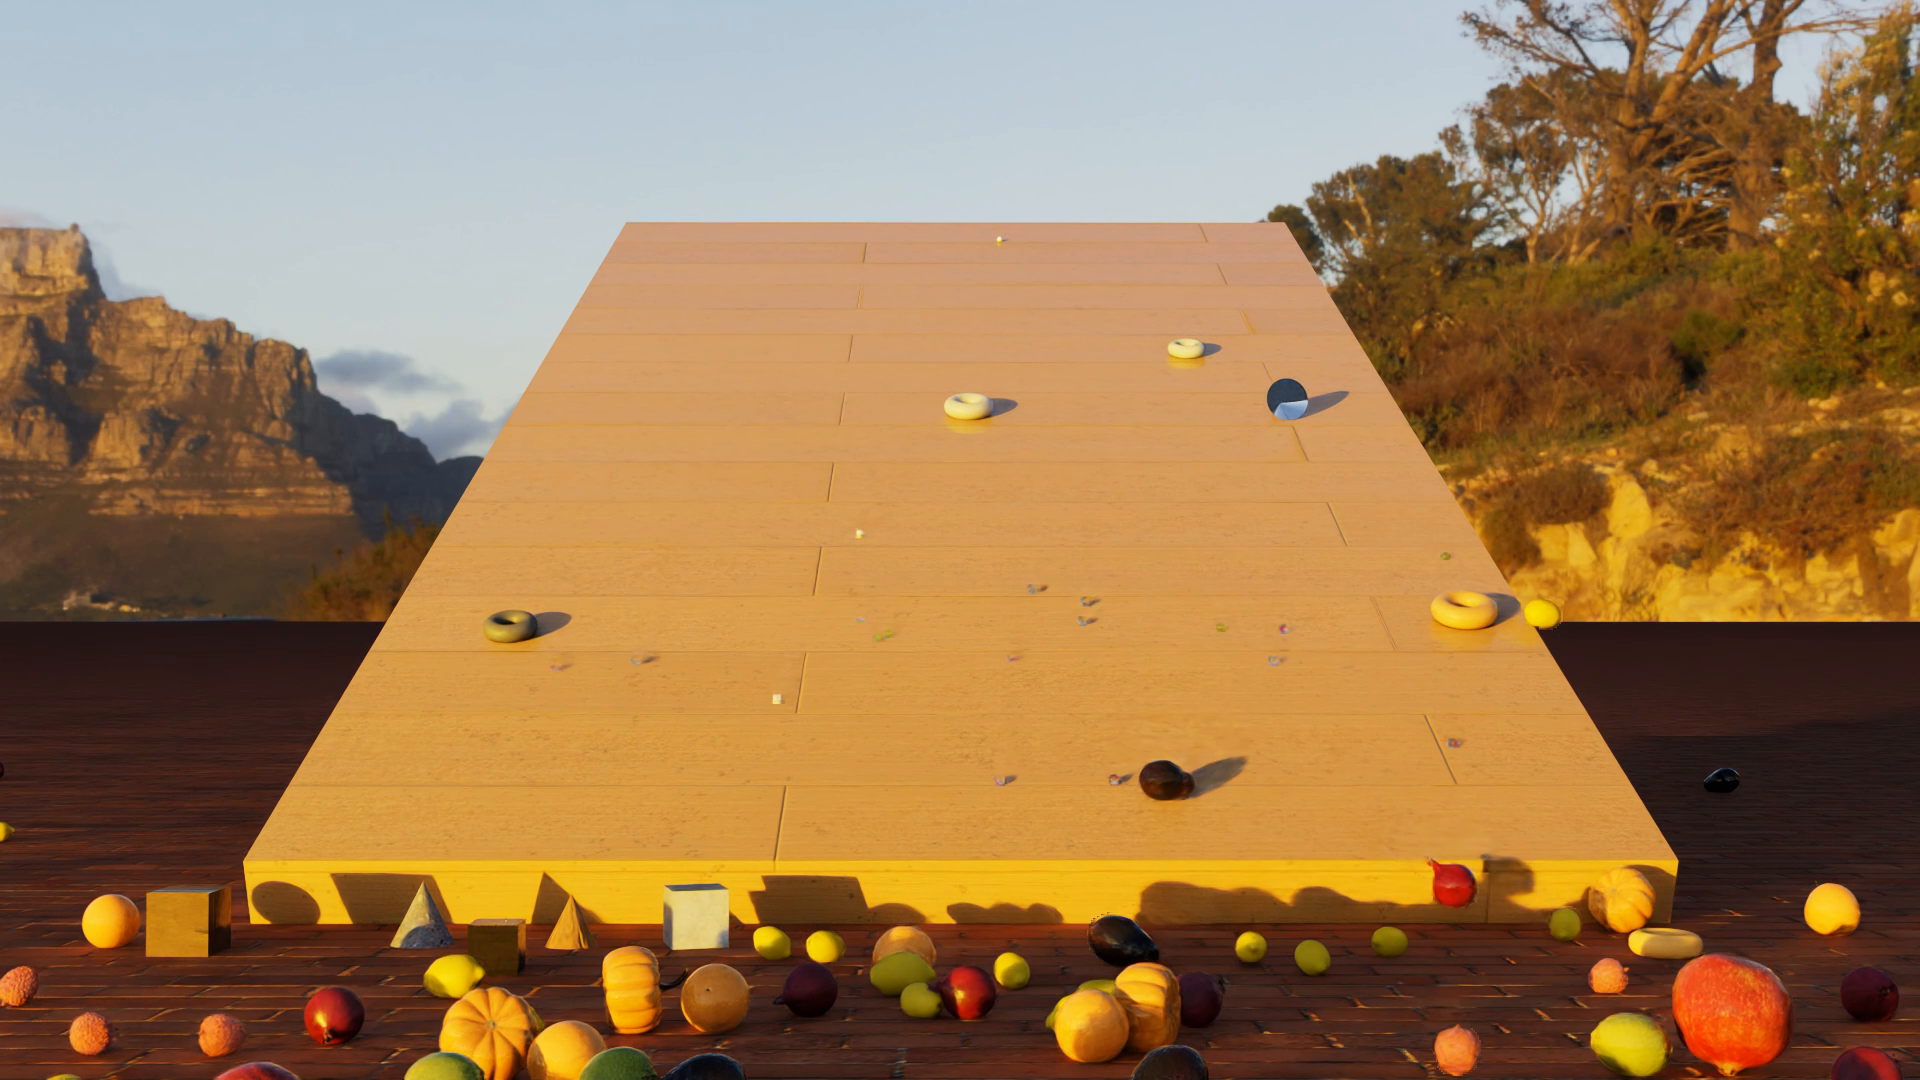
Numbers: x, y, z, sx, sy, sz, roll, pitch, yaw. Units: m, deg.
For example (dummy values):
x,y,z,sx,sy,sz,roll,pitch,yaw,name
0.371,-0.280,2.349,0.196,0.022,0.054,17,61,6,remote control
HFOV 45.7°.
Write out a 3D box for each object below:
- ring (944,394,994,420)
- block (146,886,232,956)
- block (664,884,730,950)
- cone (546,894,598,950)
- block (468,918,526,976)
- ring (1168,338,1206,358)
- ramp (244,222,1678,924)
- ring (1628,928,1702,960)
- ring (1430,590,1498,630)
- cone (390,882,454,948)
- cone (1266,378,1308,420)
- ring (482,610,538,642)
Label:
x,y,z,sx,sy,sz,roll,pitch,yaw,name
0.020,-0.299,5.098,0.111,0.037,0.111,-1,22,0,ring
-0.995,0.491,2.938,0.080,0.080,0.080,0,-2,2,block
-0.349,0.496,3.005,0.075,0.075,0.075,1,-2,-16,block
-0.511,0.499,2.995,0.068,0.068,0.068,0,-2,0,cone
-0.565,0.496,2.781,0.060,0.060,0.060,0,-2,-2,block
0.553,-0.468,5.555,0.094,0.031,0.094,0,22,0,ring
-0.005,-0.212,5.061,2.000,0.100,4.000,0,21,0,ramp
0.901,0.515,2.907,0.092,0.031,0.092,1,-1,0,ring
0.883,0.122,3.983,0.117,0.039,0.117,-1,22,0,ring
-0.710,0.492,3.010,0.083,0.083,0.083,0,-2,0,cone
0.721,-0.308,5.116,0.095,0.095,0.095,0,-6,-10,cone
-0.774,0.148,3.916,0.094,0.031,0.094,-1,22,0,ring
